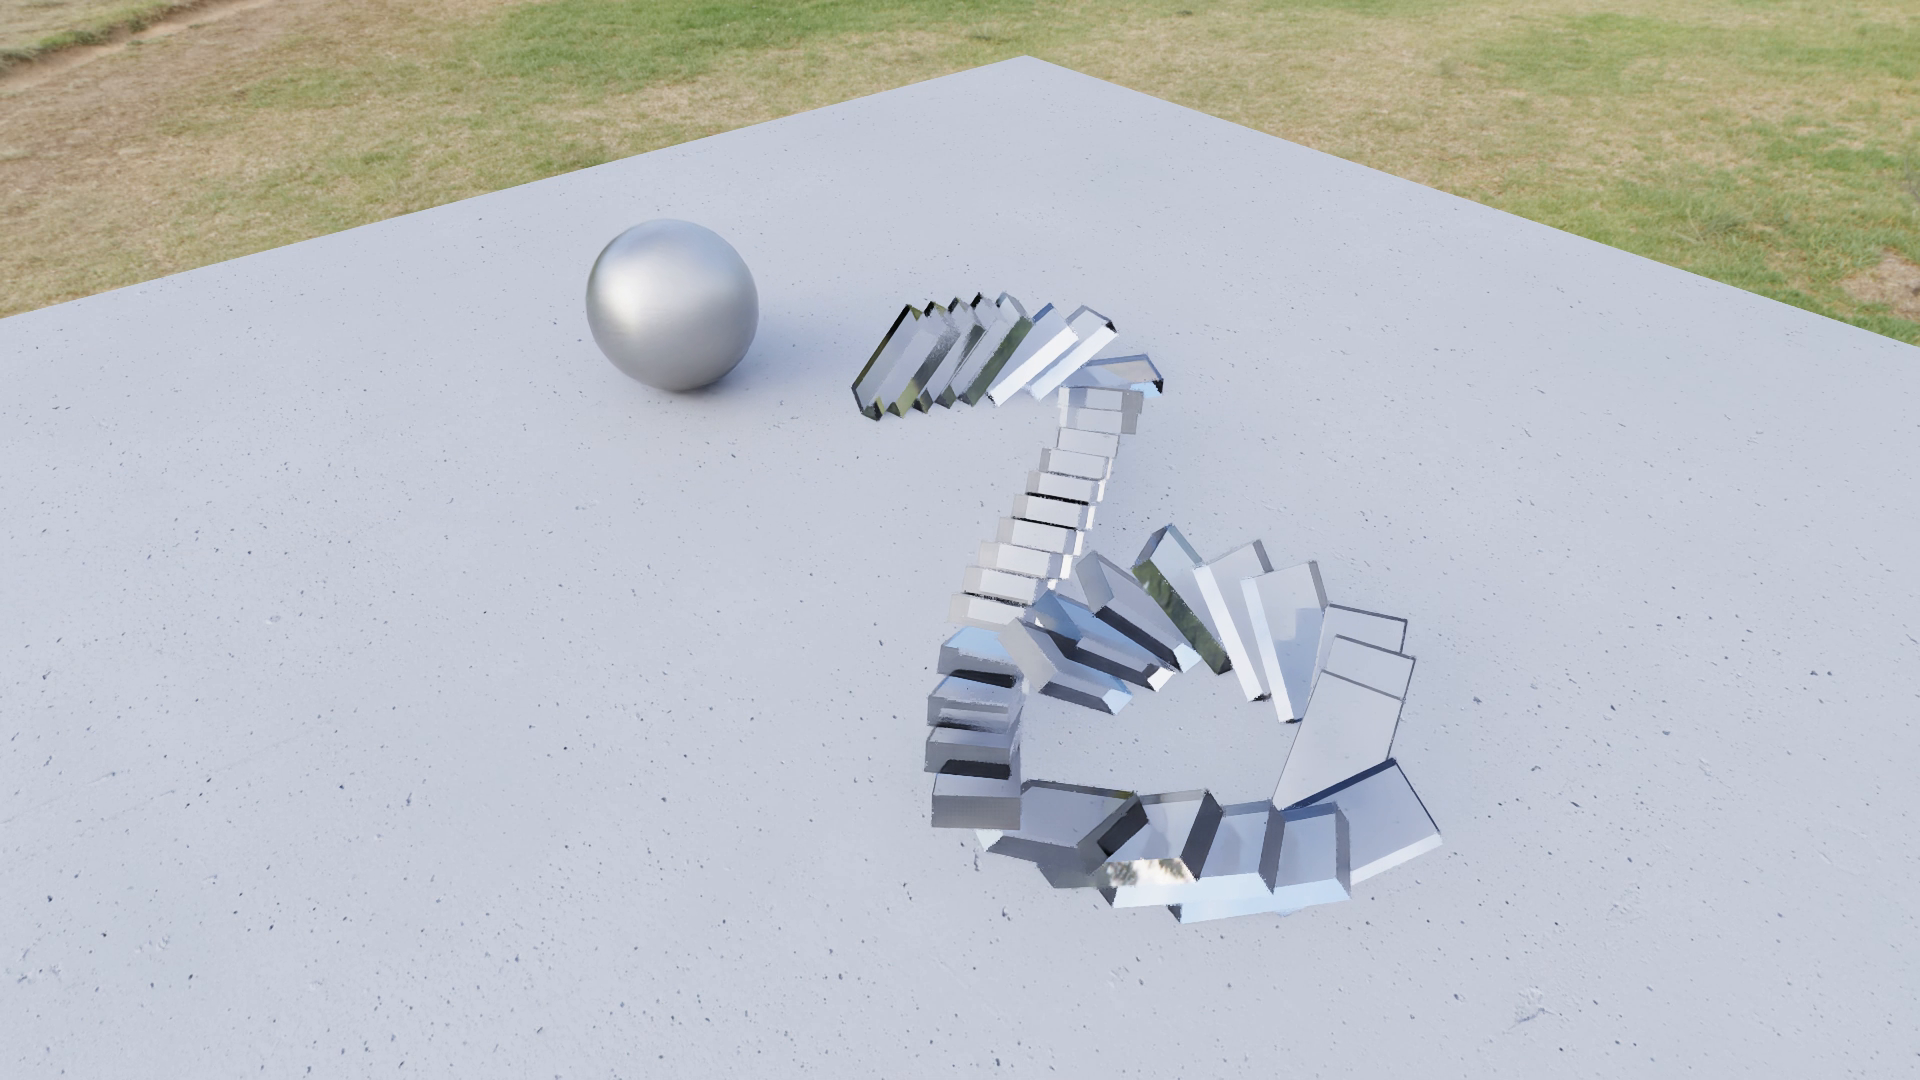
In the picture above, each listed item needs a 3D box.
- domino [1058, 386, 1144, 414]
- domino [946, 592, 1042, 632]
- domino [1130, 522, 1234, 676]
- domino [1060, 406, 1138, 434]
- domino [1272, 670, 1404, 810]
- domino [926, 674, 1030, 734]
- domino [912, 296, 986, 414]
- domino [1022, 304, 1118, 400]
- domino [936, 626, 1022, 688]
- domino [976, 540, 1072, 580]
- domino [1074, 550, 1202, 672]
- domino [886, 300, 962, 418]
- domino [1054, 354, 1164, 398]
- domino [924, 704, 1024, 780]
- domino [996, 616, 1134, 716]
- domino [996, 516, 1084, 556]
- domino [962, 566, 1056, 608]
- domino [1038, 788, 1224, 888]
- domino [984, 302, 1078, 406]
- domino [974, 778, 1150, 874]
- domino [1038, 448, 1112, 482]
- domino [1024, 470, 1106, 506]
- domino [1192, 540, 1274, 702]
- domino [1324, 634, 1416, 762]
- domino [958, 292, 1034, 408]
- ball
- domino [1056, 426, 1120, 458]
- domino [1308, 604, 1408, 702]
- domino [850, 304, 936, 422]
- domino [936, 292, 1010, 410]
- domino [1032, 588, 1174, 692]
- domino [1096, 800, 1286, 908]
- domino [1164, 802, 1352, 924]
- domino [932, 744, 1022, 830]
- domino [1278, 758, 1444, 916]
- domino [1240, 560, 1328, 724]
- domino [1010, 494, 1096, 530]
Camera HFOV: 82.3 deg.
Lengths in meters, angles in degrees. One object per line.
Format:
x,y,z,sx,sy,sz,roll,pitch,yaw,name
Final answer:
0.063,-0.064,0.498,0.025,0.009,0.050,4,6,-10,domino
0.014,0.025,0.389,0.025,0.009,0.050,11,1,13,domino
0.084,0.021,0.392,0.050,0.009,0.025,50,42,-8,domino
0.060,-0.053,0.486,0.025,0.009,0.050,5,6,-4,domino
0.115,0.068,0.338,0.025,0.009,0.050,20,81,23,domino
0.007,0.051,0.361,0.025,0.010,0.050,4,7,11,domino
-0.009,-0.087,0.521,0.009,0.050,0.025,22,28,-33,domino
0.049,-0.092,0.535,0.050,0.010,0.025,-40,39,-2,domino
0.011,0.038,0.377,0.025,0.009,0.050,10,9,12,domino
0.025,0.008,0.408,0.025,0.010,0.050,11,1,15,domino
0.063,0.025,0.387,0.050,0.009,0.025,33,25,-33,domino
-0.020,-0.085,0.518,0.009,0.050,0.025,22,28,-33,domino
0.071,-0.078,0.539,0.050,0.010,0.025,-8,40,-10,domino
0.006,0.062,0.347,0.025,0.010,0.050,4,7,8,domino
0.036,0.042,0.365,0.050,0.010,0.025,24,22,-50,domino
0.031,-0.001,0.421,0.025,0.010,0.050,11,1,13,domino
0.019,0.016,0.400,0.025,0.010,0.050,11,1,13,domino
0.048,0.086,0.316,0.050,0.009,0.025,-19,24,42,domino
0.031,-0.089,0.529,0.050,0.010,0.025,-39,40,14,domino
0.028,0.082,0.320,0.025,0.009,0.050,-31,11,-32,domino
0.049,-0.032,0.461,0.025,0.010,0.050,10,6,11,domino
0.044,-0.022,0.449,0.025,0.009,0.050,11,6,13,domino
0.103,0.028,0.383,0.025,0.050,0.010,-24,1,-26,domino
0.125,0.058,0.350,0.025,0.010,0.050,17,79,17,domino
0.013,-0.091,0.526,0.009,0.050,0.025,22,28,-33,domino
-0.136,-0.111,0.524,0.080,0.080,0.080,0,39,0,ball
0.055,-0.042,0.473,0.025,0.010,0.050,9,6,6,domino
0.129,0.048,0.362,0.025,0.010,0.050,12,78,14,domino
-0.032,-0.083,0.516,0.009,0.050,0.025,22,28,-33,domino
0.002,-0.090,0.524,0.010,0.050,0.025,22,28,-33,domino
0.049,0.035,0.377,0.050,0.009,0.025,24,22,-40,domino
0.065,0.090,0.313,0.050,0.009,0.025,-19,27,35,domino
0.084,0.091,0.310,0.050,0.010,0.025,-21,30,31,domino
0.006,0.074,0.333,0.025,0.009,0.050,1,7,3,domino
0.110,0.086,0.319,0.050,0.010,0.025,-28,46,9,domino
0.115,0.035,0.375,0.025,0.050,0.009,-14,-4,-17,domino
0.038,-0.011,0.435,0.025,0.009,0.050,11,4,13,domino
